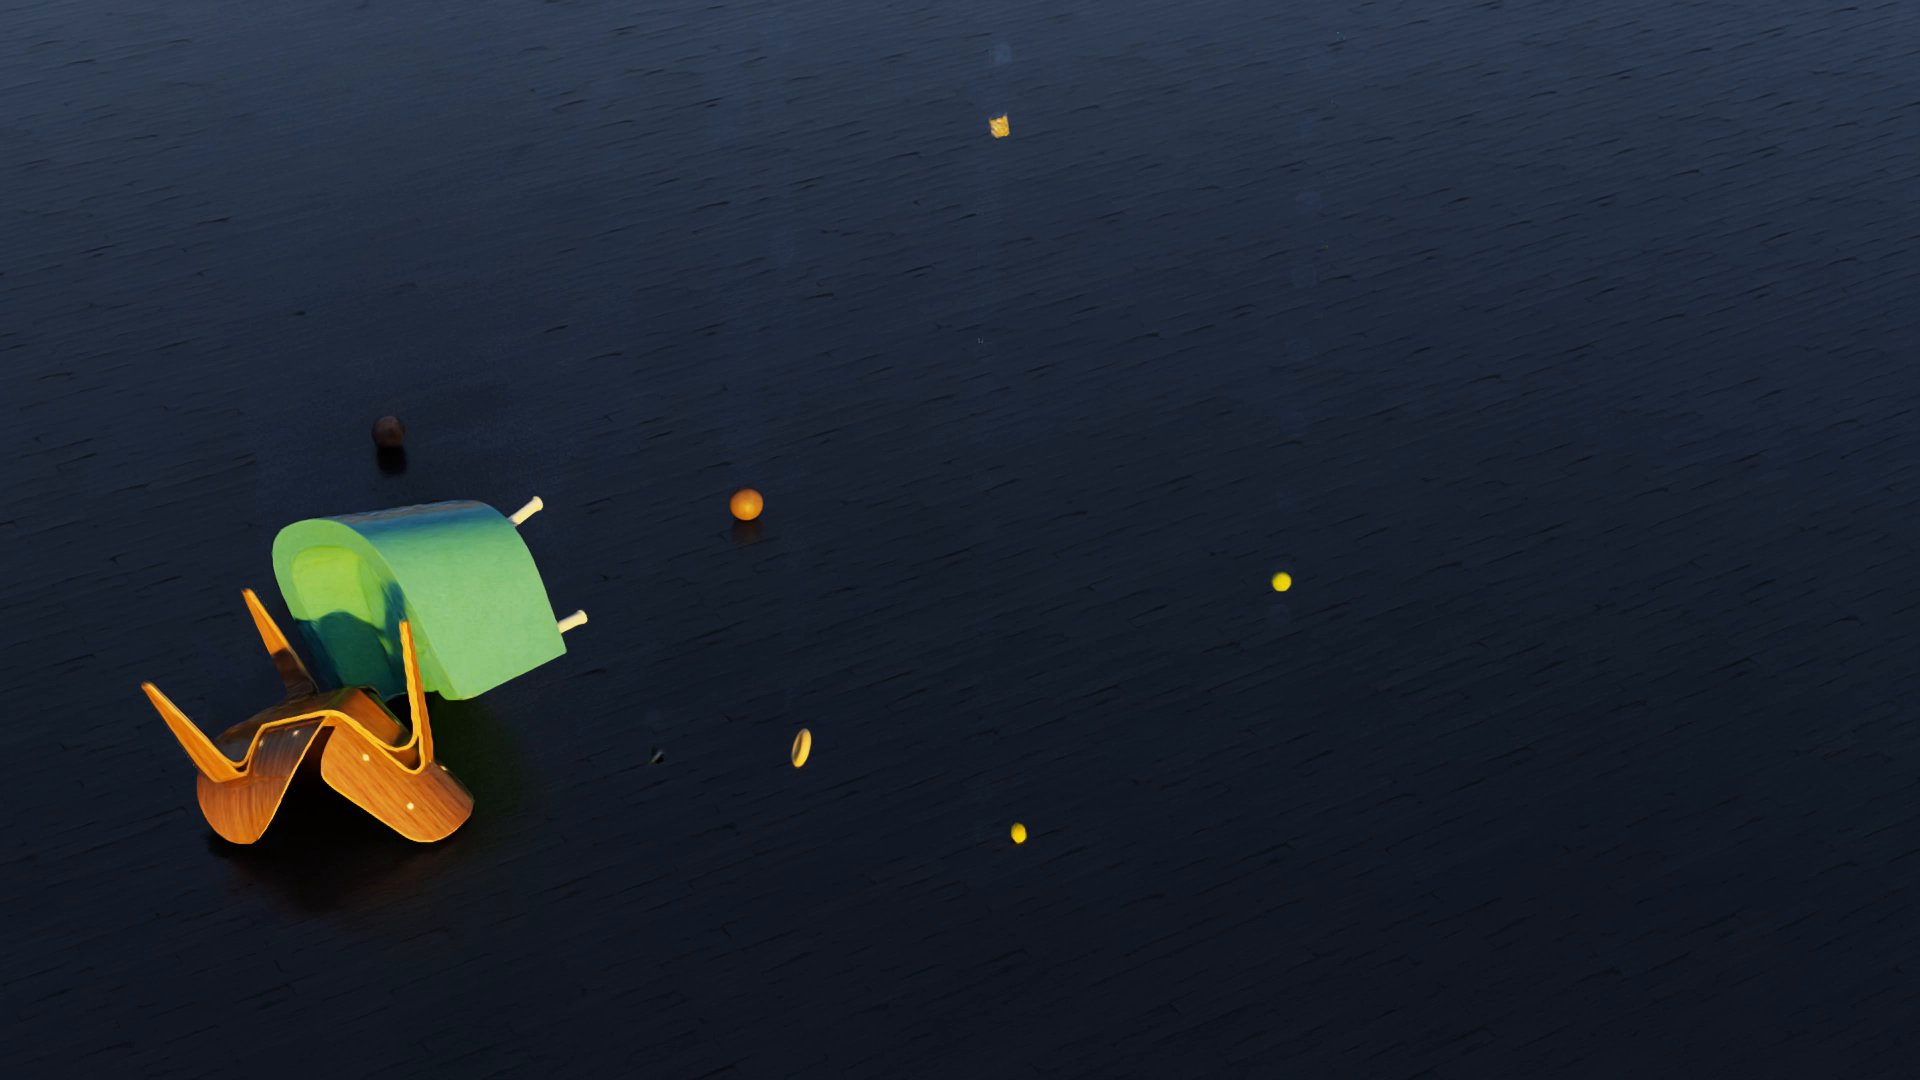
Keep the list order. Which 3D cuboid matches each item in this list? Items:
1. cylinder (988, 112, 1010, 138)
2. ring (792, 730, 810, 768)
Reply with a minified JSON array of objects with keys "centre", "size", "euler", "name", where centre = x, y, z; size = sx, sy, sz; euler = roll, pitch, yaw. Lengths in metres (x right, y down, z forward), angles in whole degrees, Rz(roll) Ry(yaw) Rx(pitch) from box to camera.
[{"centre":[0.167,-1.782,12.567],"size":[0.080,0.082,0.090],"euler":[-4,29,12],"name":"cylinder"},{"centre":[-0.530,0.695,9.790],"size":[0.032,0.131,0.093],"euler":[15,-5,-26],"name":"ring"}]
